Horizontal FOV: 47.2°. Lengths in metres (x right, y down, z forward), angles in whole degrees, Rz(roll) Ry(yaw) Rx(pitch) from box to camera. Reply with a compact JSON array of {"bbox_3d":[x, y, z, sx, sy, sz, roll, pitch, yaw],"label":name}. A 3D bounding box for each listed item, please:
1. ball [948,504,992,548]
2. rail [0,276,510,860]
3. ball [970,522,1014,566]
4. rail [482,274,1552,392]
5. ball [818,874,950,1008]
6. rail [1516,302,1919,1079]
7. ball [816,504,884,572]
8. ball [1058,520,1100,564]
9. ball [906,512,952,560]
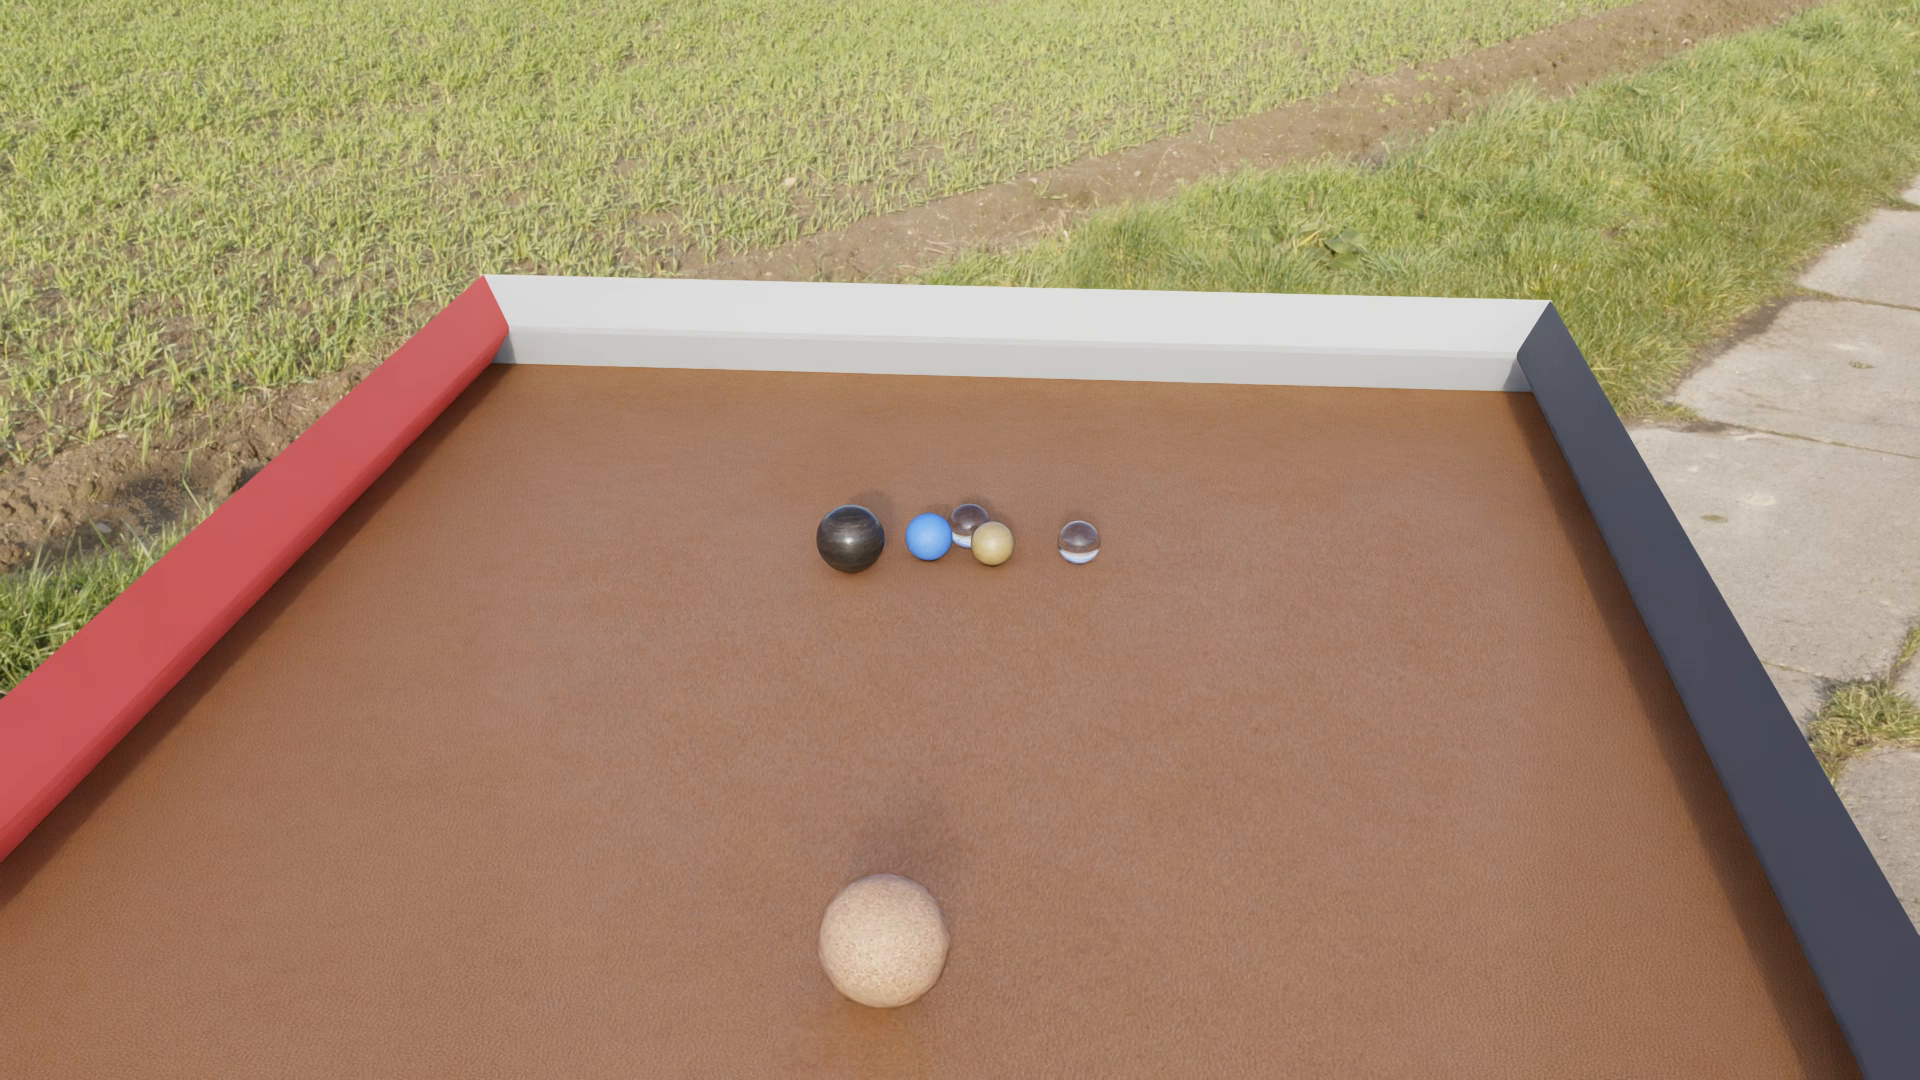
[{"bbox_3d":[0.010,-0.016,2.397,0.049,0.049,0.049,0,22,0],"label":"ball"},{"bbox_3d":[-0.749,0.188,1.783,0.045,0.124,2.658,2,22,5],"label":"rail"},{"bbox_3d":[0.035,0.004,2.351,0.047,0.047,0.047,0,22,0],"label":"ball"},{"bbox_3d":[0.059,-0.271,2.931,1.429,0.124,0.045,2,22,5],"label":"rail"},{"bbox_3d":[-0.055,0.287,1.577,0.095,0.095,0.095,0,22,0],"label":"ball"},{"bbox_3d":[0.626,0.236,1.665,0.045,0.124,2.658,2,22,5],"label":"rail"},{"bbox_3d":[-0.116,-0.001,2.330,0.073,0.073,0.073,0,22,0],"label":"ball"},{"bbox_3d":[0.127,0.002,2.355,0.047,0.047,0.047,0,22,0],"label":"ball"},{"bbox_3d":[-0.033,-0.003,2.364,0.051,0.051,0.051,0,22,0],"label":"ball"}]
